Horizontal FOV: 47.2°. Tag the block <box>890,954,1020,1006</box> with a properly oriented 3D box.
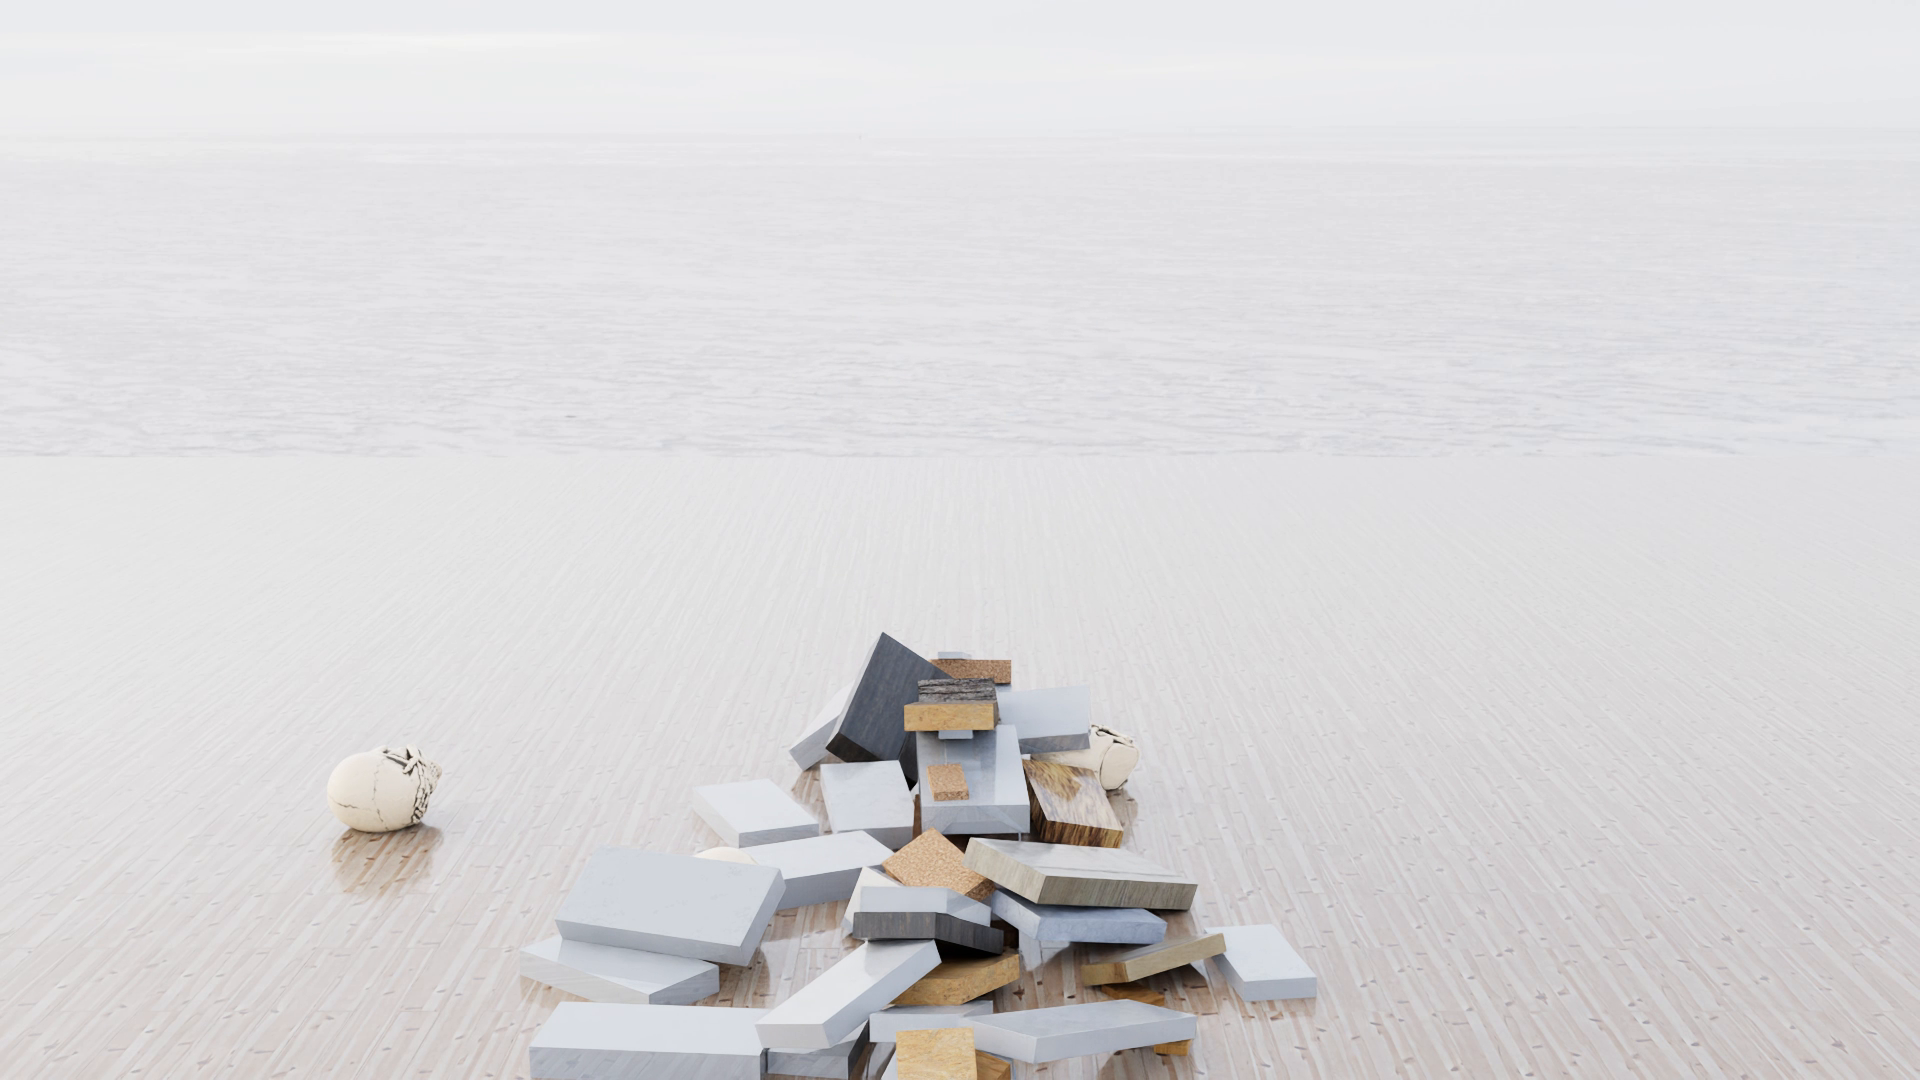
[{"bbox_3d":[-0.016,0.631,3.167,0.125,0.035,0.250,-4,-3,21],"label":"block"}]

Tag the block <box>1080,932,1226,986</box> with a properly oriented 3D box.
[{"bbox_3d":[0.290,0.627,3.291,0.203,0.029,0.102,-7,-8,-39],"label":"block"}]

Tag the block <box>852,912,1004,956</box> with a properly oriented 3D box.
[{"bbox_3d":[-0.043,0.569,3.175,0.126,0.036,0.252,-4,-17,23],"label":"block"}]

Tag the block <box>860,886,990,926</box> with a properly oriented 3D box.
[{"bbox_3d":[-0.047,0.536,3.191,0.126,0.036,0.252,-2,-16,15],"label":"block"}]

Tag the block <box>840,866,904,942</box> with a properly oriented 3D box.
[{"bbox_3d":[-0.107,0.585,3.412,0.029,0.102,0.203,23,-4,-33],"label":"block"}]

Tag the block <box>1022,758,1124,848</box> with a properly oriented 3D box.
[{"bbox_3d":[0.196,0.479,3.998,0.141,0.040,0.282,10,15,-11],"label":"block"}]

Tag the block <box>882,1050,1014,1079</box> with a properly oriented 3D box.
[{"bbox_3d":[-0.046,0.705,2.596,0.141,0.040,0.283,8,31,17],"label":"block"}]

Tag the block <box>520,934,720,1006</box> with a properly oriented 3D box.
[{"bbox_3d":[-0.510,0.642,3.280,0.282,0.040,0.141,8,13,38],"label":"block"}]

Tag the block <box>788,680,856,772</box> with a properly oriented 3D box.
[{"bbox_3d":[-0.219,0.345,4.577,0.180,0.051,0.475,-36,3,13],"label":"block"}]

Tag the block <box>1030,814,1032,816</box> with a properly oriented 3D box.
[{"bbox_3d":[0.056,0.485,4.019,0.145,0.021,0.072,17,29,23],"label":"block"}]

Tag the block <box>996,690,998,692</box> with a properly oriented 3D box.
[{"bbox_3d":[-0.007,0.328,4.394,0.262,0.014,0.050,-12,57,-52],"label":"block"}]

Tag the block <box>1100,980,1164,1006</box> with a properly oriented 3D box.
[{"bbox_3d":[0.253,0.666,3.224,0.046,0.013,0.093,-7,12,-32],"label":"block"}]

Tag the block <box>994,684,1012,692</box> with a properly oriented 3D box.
[{"bbox_3d":[0.023,0.387,4.433,0.168,0.048,0.337,0,23,1],"label":"block"}]

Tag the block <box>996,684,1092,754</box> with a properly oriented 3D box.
[{"bbox_3d":[0.108,0.349,4.201,0.282,0.040,0.141,-6,35,9],"label":"block"}]

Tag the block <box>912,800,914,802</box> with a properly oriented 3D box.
[{"bbox_3d":[-0.137,0.500,4.116,0.101,0.014,0.050,0,11,1],"label":"block"}]

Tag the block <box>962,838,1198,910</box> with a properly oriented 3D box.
[{"bbox_3d":[0.196,0.530,3.483,0.157,0.044,0.416,21,5,40],"label":"block"}]

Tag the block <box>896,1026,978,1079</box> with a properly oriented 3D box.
[{"bbox_3d":[-0.026,0.647,2.576,0.093,0.026,0.186,-3,30,-2],"label":"block"}]

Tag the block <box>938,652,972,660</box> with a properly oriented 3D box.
[{"bbox_3d":[-0.011,0.242,4.571,0.050,0.014,0.101,-2,-7,12],"label":"block"}]

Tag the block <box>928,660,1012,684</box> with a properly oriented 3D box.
[{"bbox_3d":[-0.003,0.291,4.714,0.168,0.048,0.337,1,-7,-9],"label":"block"}]

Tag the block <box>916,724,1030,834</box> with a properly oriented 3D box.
[{"bbox_3d":[0.018,0.403,3.731,0.175,0.050,0.350,-1,17,-2],"label":"block"}]

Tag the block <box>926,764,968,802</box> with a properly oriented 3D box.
[{"bbox_3d":[-0.020,0.400,3.627,0.057,0.016,0.113,-2,17,-7],"label":"block"}]

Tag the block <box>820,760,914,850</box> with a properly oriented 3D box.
[{"bbox_3d":[-0.165,0.482,4.001,0.149,0.042,0.297,-2,17,-9],"label":"block"}]

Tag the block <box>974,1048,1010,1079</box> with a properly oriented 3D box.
[{"bbox_3d":[-0.029,0.667,2.594,0.093,0.026,0.186,16,34,29],"label":"block"}]

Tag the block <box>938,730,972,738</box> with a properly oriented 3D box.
[{"bbox_3d":[-0.007,0.331,3.773,0.057,0.016,0.113,-1,-3,1],"label":"block"}]

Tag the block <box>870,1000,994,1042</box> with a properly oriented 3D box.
[{"bbox_3d":[-0.036,0.654,2.994,0.125,0.035,0.250,-2,-8,9],"label":"block"}]

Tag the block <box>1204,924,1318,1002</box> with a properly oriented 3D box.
[{"bbox_3d":[0.451,0.638,3.326,0.111,0.031,0.221,-2,11,-9],"label":"block"}]

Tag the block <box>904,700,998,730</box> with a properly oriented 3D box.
[{"bbox_3d":[-0.012,0.304,3.814,0.149,0.042,0.297,-1,-3,2],"label":"block"}]

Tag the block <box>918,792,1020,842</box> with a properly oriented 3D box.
[{"bbox_3d":[0.015,0.481,3.784,0.175,0.050,0.350,-1,31,0],"label":"block"}]

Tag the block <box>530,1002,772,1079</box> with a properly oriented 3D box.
[{"bbox_3d":[-0.414,0.689,3.014,0.313,0.044,0.157,1,11,5],"label":"block"}]

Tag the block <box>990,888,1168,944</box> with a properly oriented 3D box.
[{"bbox_3d":[0.184,0.585,3.416,0.252,0.036,0.126,9,8,-35],"label":"block"}]

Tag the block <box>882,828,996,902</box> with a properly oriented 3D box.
[{"bbox_3d":[-0.035,0.528,3.454,0.102,0.029,0.203,-34,27,-15],"label":"block"}]

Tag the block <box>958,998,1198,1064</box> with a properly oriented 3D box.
[{"bbox_3d":[0.162,0.640,2.879,0.111,0.031,0.472,7,-4,31],"label":"block"}]

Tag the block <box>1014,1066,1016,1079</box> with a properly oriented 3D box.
[{"bbox_3d":[-0.007,0.685,2.864,0.141,0.040,0.283,-1,-3,-3],"label":"block"}]

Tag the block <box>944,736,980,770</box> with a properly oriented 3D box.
[{"bbox_3d":[0.004,0.364,3.747,0.057,0.016,0.113,-1,17,-2],"label":"block"}]

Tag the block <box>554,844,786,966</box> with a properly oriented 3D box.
[{"bbox_3d":[-0.439,0.552,3.340,0.313,0.044,0.157,4,40,21],"label":"block"}]

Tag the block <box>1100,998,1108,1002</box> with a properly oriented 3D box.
[{"bbox_3d":[0.197,0.681,3.143,0.046,0.013,0.093,9,14,40],"label":"block"}]

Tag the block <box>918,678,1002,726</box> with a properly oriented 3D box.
[{"bbox_3d":[-0.001,0.332,4.074,0.145,0.041,0.291,-2,19,-2],"label":"block"}]

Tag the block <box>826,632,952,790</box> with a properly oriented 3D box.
[{"bbox_3d":[-0.132,0.339,4.314,0.180,0.051,0.360,34,31,-7],"label":"block"}]

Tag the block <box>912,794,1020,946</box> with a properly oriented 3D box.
[{"bbox_3d":[0.008,0.532,3.579,0.175,0.050,0.350,0,27,1],"label":"block"}]

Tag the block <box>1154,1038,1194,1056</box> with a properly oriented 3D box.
[{"bbox_3d":[0.301,0.694,3.074,0.046,0.013,0.093,3,11,14],"label":"block"}]

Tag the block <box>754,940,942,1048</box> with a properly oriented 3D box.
[{"bbox_3d":[-0.150,0.617,2.996,0.125,0.035,0.250,-10,11,39],"label":"block"}]

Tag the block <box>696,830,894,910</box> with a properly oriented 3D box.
[{"bbox_3d":[-0.293,0.561,3.687,0.360,0.051,0.180,-5,12,-25],"label":"block"}]

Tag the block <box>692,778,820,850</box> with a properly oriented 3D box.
[{"bbox_3d":[-0.376,0.504,4.018,0.148,0.042,0.297,-4,11,-22],"label":"block"}]

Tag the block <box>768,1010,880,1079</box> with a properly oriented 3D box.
[{"bbox_3d":[-0.186,0.686,3.064,0.111,0.031,0.221,2,11,10],"label":"block"}]
